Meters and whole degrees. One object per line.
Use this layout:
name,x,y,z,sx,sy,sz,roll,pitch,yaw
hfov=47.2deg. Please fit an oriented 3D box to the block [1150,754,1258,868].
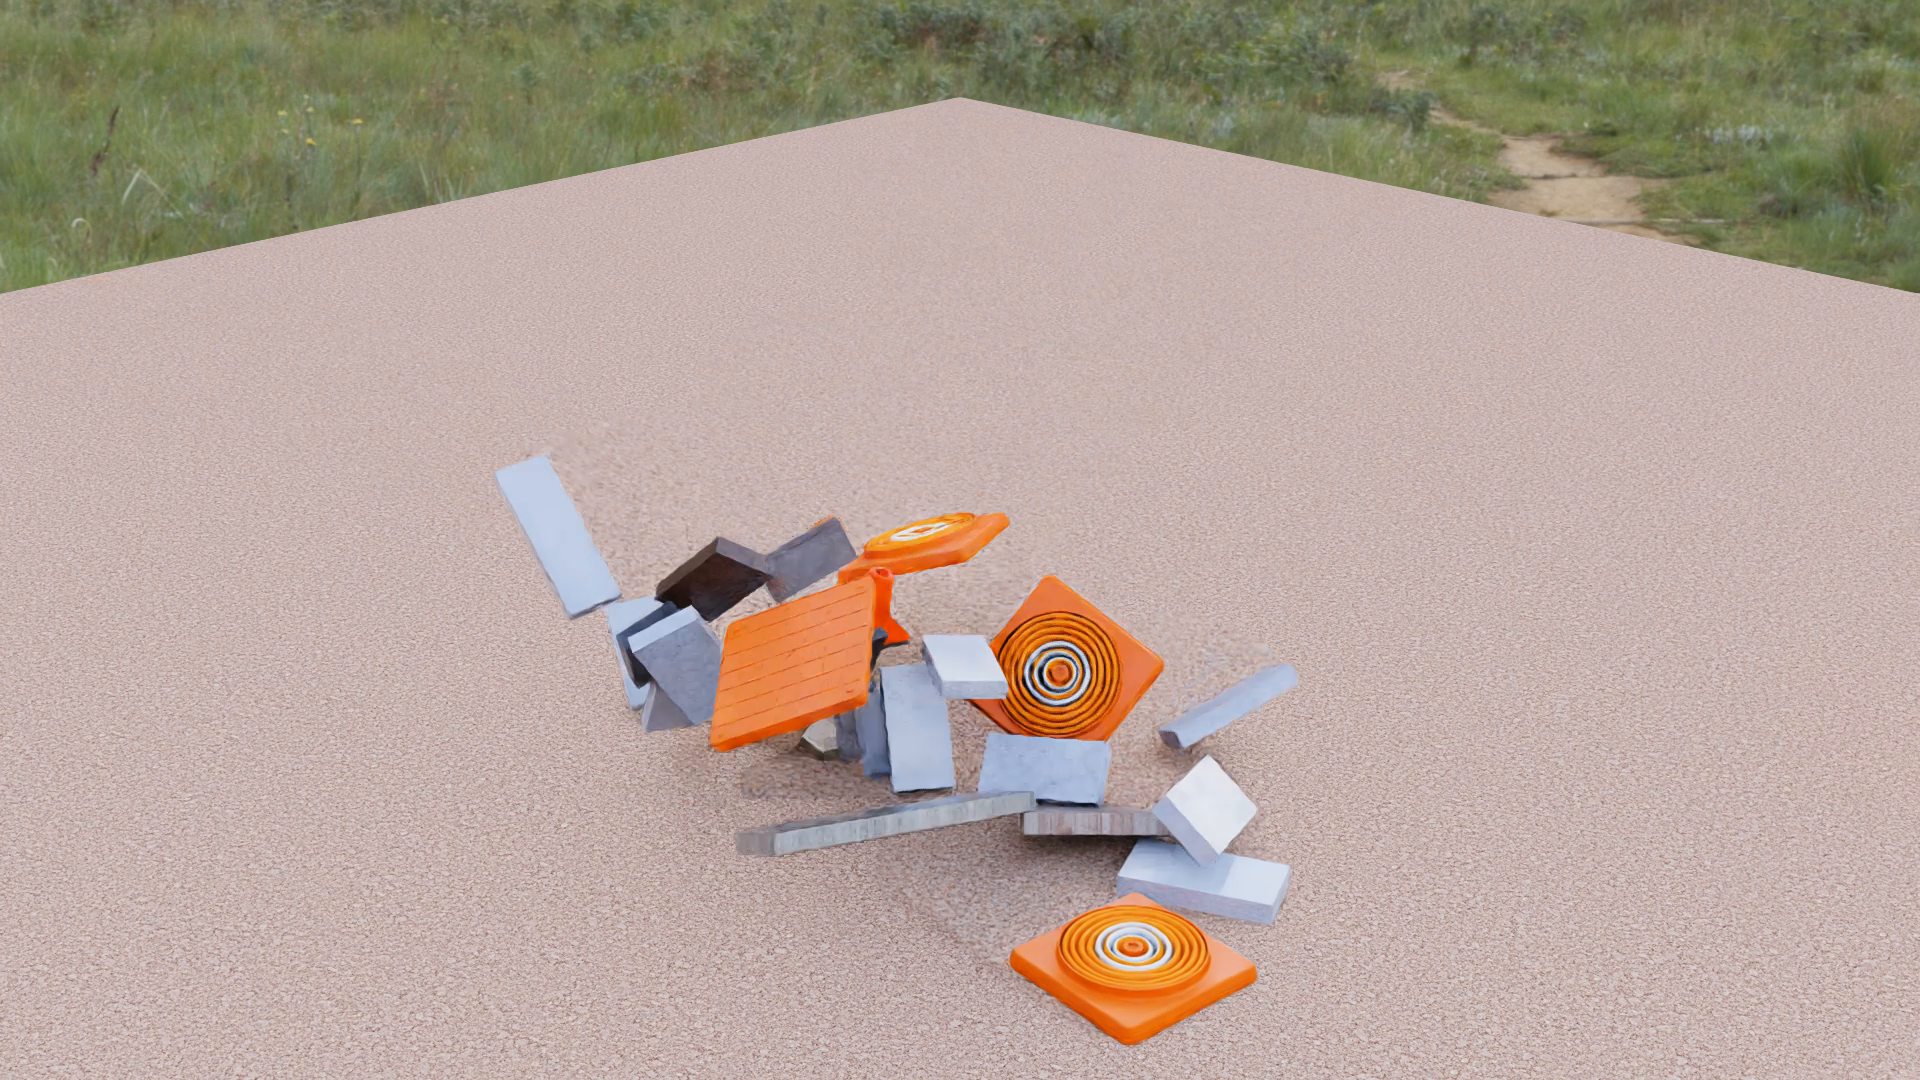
block,0.479,0.524,4.281,0.149,0.042,0.299,48,23,8

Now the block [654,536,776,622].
block,-0.493,0.081,4.419,0.132,0.264,0.037,24,55,-26

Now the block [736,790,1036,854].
block,-0.131,0.528,4.139,0.591,0.037,0.132,-5,-2,-36

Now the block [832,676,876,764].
block,-0.218,0.378,4.623,0.090,0.180,0.026,-23,40,-27

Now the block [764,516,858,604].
block,-0.324,0.042,4.588,0.200,0.100,0.028,-30,8,-15

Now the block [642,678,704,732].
block,-0.584,0.310,4.607,0.126,0.252,0.036,-7,54,-23

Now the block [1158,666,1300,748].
block,0.569,0.354,4.670,0.287,0.041,0.144,-28,1,-10

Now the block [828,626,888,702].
block,-0.217,0.260,4.581,0.090,0.180,0.026,-20,59,-38

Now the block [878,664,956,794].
block,-0.089,0.388,4.545,0.129,0.258,0.037,-5,-11,-10

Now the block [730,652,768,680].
block,-0.460,0.287,4.727,0.200,0.100,0.028,1,41,48

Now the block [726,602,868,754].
block,-0.332,0.284,4.477,0.144,0.333,0.041,21,28,-25

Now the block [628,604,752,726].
block,-0.536,0.256,4.426,0.144,0.287,0.041,-28,49,3

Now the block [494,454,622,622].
block,-0.921,-0.009,5.029,0.126,0.036,0.398,-23,70,-23

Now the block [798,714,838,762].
block,-0.391,0.373,4.853,0.081,0.023,0.479,-15,27,-31

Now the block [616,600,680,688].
block,-0.628,0.217,4.519,0.132,0.264,0.037,-33,74,-14

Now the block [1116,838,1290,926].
block,0.464,0.647,4.182,0.299,0.042,0.149,8,24,19

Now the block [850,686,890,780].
block,-0.169,0.400,4.586,0.090,0.180,0.026,-17,12,-35

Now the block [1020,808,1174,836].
block,0.271,0.551,4.315,0.299,0.042,0.149,1,-3,-1

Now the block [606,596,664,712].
block,-0.697,0.250,4.890,0.126,0.036,0.252,-12,63,-12

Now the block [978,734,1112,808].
block,0.171,0.468,4.458,0.258,0.129,0.037,2,-22,23

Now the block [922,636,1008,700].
block,0.007,0.254,4.421,0.129,0.037,0.258,1,18,-11
